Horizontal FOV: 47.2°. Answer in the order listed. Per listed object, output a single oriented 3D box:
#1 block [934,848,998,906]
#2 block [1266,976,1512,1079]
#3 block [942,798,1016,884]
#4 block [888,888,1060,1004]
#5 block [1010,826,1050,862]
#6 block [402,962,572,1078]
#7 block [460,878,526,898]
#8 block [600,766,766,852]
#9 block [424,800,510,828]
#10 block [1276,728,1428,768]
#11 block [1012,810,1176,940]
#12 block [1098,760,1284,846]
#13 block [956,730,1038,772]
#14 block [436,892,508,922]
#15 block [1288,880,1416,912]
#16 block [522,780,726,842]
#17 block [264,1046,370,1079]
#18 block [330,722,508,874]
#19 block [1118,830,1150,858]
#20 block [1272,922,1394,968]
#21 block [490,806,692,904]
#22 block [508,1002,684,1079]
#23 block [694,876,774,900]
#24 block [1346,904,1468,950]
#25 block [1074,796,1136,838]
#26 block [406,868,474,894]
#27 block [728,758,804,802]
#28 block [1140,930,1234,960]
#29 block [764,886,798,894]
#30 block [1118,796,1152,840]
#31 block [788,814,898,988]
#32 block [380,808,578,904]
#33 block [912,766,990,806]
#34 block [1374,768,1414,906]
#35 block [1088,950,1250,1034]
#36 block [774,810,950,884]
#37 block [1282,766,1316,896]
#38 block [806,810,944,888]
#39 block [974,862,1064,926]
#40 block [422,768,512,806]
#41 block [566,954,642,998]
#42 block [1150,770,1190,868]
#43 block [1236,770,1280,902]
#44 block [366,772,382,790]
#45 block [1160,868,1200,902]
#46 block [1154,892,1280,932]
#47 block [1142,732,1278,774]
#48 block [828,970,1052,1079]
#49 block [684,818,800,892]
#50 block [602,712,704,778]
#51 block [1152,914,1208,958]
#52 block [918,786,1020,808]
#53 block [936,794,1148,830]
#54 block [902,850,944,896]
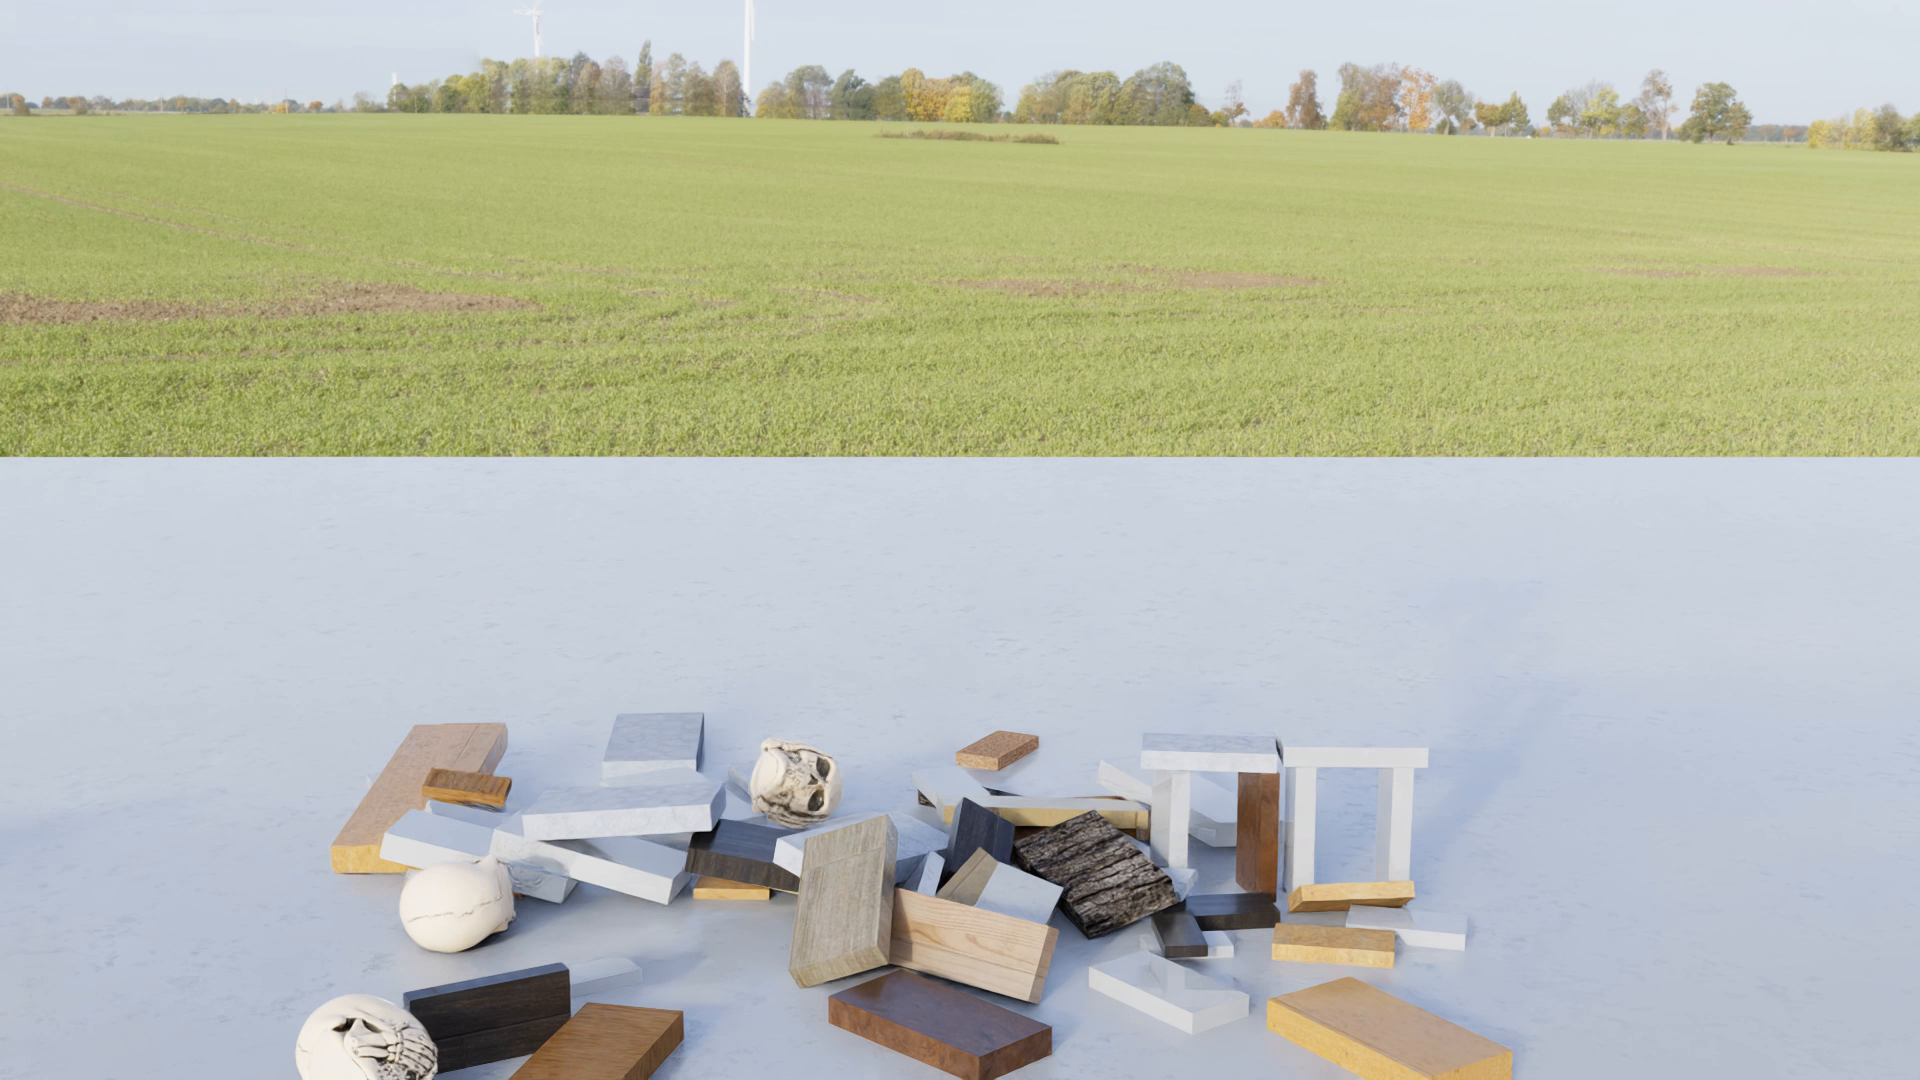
[{"bbox_3d":[0.028,0.570,3.502,0.103,0.029,0.206,39,24,7],"label":"block"},{"bbox_3d":[0.586,0.687,3.026,0.157,0.044,0.314,-7,13,-33],"label":"block"},{"bbox_3d":[0.032,0.520,3.661,0.103,0.029,0.206,30,28,-9],"label":"block"},{"bbox_3d":[-0.010,0.602,3.296,0.328,0.112,0.032,8,-15,36],"label":"block"},{"bbox_3d":[0.122,0.530,3.842,0.194,0.027,0.097,6,23,42],"label":"block"},{"bbox_3d":[-0.644,0.656,3.008,0.223,0.112,0.032,-6,12,-29],"label":"block"},{"bbox_3d":[-0.770,0.569,3.651,0.107,0.015,0.054,15,4,4],"label":"block"},{"bbox_3d":[-0.513,0.496,4.037,0.180,0.051,0.359,-6,12,-29],"label":"block"},{"bbox_3d":[-0.836,0.505,3.837,0.186,0.026,0.093,16,16,-26],"label":"block"},{"bbox_3d":[0.644,0.342,3.629,0.234,0.033,0.117,0,11,1],"label":"block"},{"bbox_3d":[0.217,0.545,3.613,0.157,0.044,0.314,-20,20,-14],"label":"block"},{"bbox_3d":[0.419,0.478,4.023,0.157,0.044,0.358,3,11,-33],"label":"block"},{"bbox_3d":[0.077,0.428,4.471,0.094,0.027,0.188,5,12,27],"label":"block"},{"bbox_3d":[-0.795,0.598,3.583,0.107,0.015,0.054,7,12,31],"label":"block"},{"bbox_3d":[0.631,0.576,3.552,0.184,0.026,0.092,-1,-21,-6],"label":"block"},{"bbox_3d":[-0.554,0.449,3.654,0.309,0.044,0.154,-4,8,3],"label":"block"},{"bbox_3d":[-0.865,0.716,2.933,0.072,0.021,0.145,5,12,26],"label":"block"},{"bbox_3d":[-0.982,0.465,4.042,0.180,0.051,0.589,-1,16,1],"label":"block"},{"bbox_3d":[0.280,0.549,3.814,0.097,0.027,0.194,-5,12,-25],"label":"block"},{"bbox_3d":[0.578,0.627,3.400,0.184,0.026,0.092,2,11,11],"label":"block"},{"bbox_3d":[-0.612,0.526,3.676,0.309,0.044,0.154,15,9,5],"label":"block"},{"bbox_3d":[-0.489,0.701,2.958,0.144,0.041,0.287,2,11,13],"label":"block"},{"bbox_3d":[-0.377,0.581,3.671,0.125,0.018,0.063,1,11,3],"label":"block"},{"bbox_3d":[0.706,0.612,3.478,0.184,0.026,0.092,3,11,15],"label":"block"},{"bbox_3d":[0.258,0.511,4.020,0.093,0.026,0.202,-1,11,-6],"label":"block"},{"bbox_3d":[-0.859,0.564,3.633,0.107,0.015,0.054,19,-11,-18],"label":"block"},{"bbox_3d":[-0.377,0.466,4.265,0.093,0.026,0.186,-4,11,-22],"label":"block"},{"bbox_3d":[0.351,0.629,3.408,0.132,0.019,0.066,-2,11,-8],"label":"block"},{"bbox_3d":[-0.291,0.567,3.672,0.125,0.018,0.063,12,11,2],"label":"block"},{"bbox_3d":[0.351,0.509,4.034,0.093,0.026,0.186,-1,11,-6],"label":"block"},{"bbox_3d":[-0.175,0.547,3.351,0.144,0.041,0.287,-18,32,14],"label":"block"},{"bbox_3d":[-0.794,0.527,3.675,0.309,0.044,0.154,14,8,0],"label":"block"},{"bbox_3d":[-0.019,0.465,4.123,0.094,0.027,0.188,-3,11,-17],"label":"block"},{"bbox_3d":[0.720,0.474,3.651,0.033,0.234,0.117,0,11,0],"label":"block"},{"bbox_3d":[0.303,0.659,3.213,0.111,0.031,0.222,-8,13,-37],"label":"block"},{"bbox_3d":[-0.148,0.514,3.619,0.149,0.042,0.298,22,17,36],"label":"block"},{"bbox_3d":[0.563,0.474,3.651,0.033,0.234,0.117,0,11,0],"label":"block"},{"bbox_3d":[-0.121,0.539,3.828,0.149,0.042,0.298,-9,14,-39],"label":"block"},{"bbox_3d":[0.081,0.585,3.431,0.111,0.031,0.222,21,23,8],"label":"block"},{"bbox_3d":[-0.887,0.444,3.956,0.145,0.021,0.072,8,21,-3],"label":"block"},{"bbox_3d":[-0.589,0.657,3.254,0.227,0.021,0.072,-7,13,-32],"label":"block"},{"bbox_3d":[0.348,0.480,3.656,0.031,0.221,0.110,-1,11,-11],"label":"block"},{"bbox_3d":[0.495,0.480,3.658,0.031,0.221,0.110,-2,11,-13],"label":"block"},{"bbox_3d":[-1.070,0.478,4.198,0.093,0.026,0.186,-5,11,-23],"label":"block"},{"bbox_3d":[0.315,0.562,3.590,0.135,0.019,0.066,-4,24,35],"label":"block"},{"bbox_3d":[0.412,0.600,3.543,0.186,0.026,0.093,-2,11,-8],"label":"block"},{"bbox_3d":[0.413,0.353,3.651,0.221,0.031,0.110,1,11,6],"label":"block"},{"bbox_3d":[-0.031,0.679,3.080,0.299,0.041,0.144,10,15,44],"label":"block"},{"bbox_3d":[-0.296,0.526,3.627,0.298,0.042,0.149,11,14,-4],"label":"block"},{"bbox_3d":[-0.615,0.420,4.443,0.180,0.051,0.359,-1,11,-4],"label":"block"},{"bbox_3d":[0.339,0.612,3.398,0.066,0.019,0.132,-1,11,-4],"label":"block"},{"bbox_3d":[0.024,0.490,4.136,0.188,0.027,0.094,8,13,37],"label":"block"},{"bbox_3d":[0.145,0.483,3.912,0.362,0.031,0.111,3,3,-8],"label":"block"},{"bbox_3d":[-0.074,0.572,3.490,0.029,0.103,0.206,35,11,-2],"label":"block"}]
